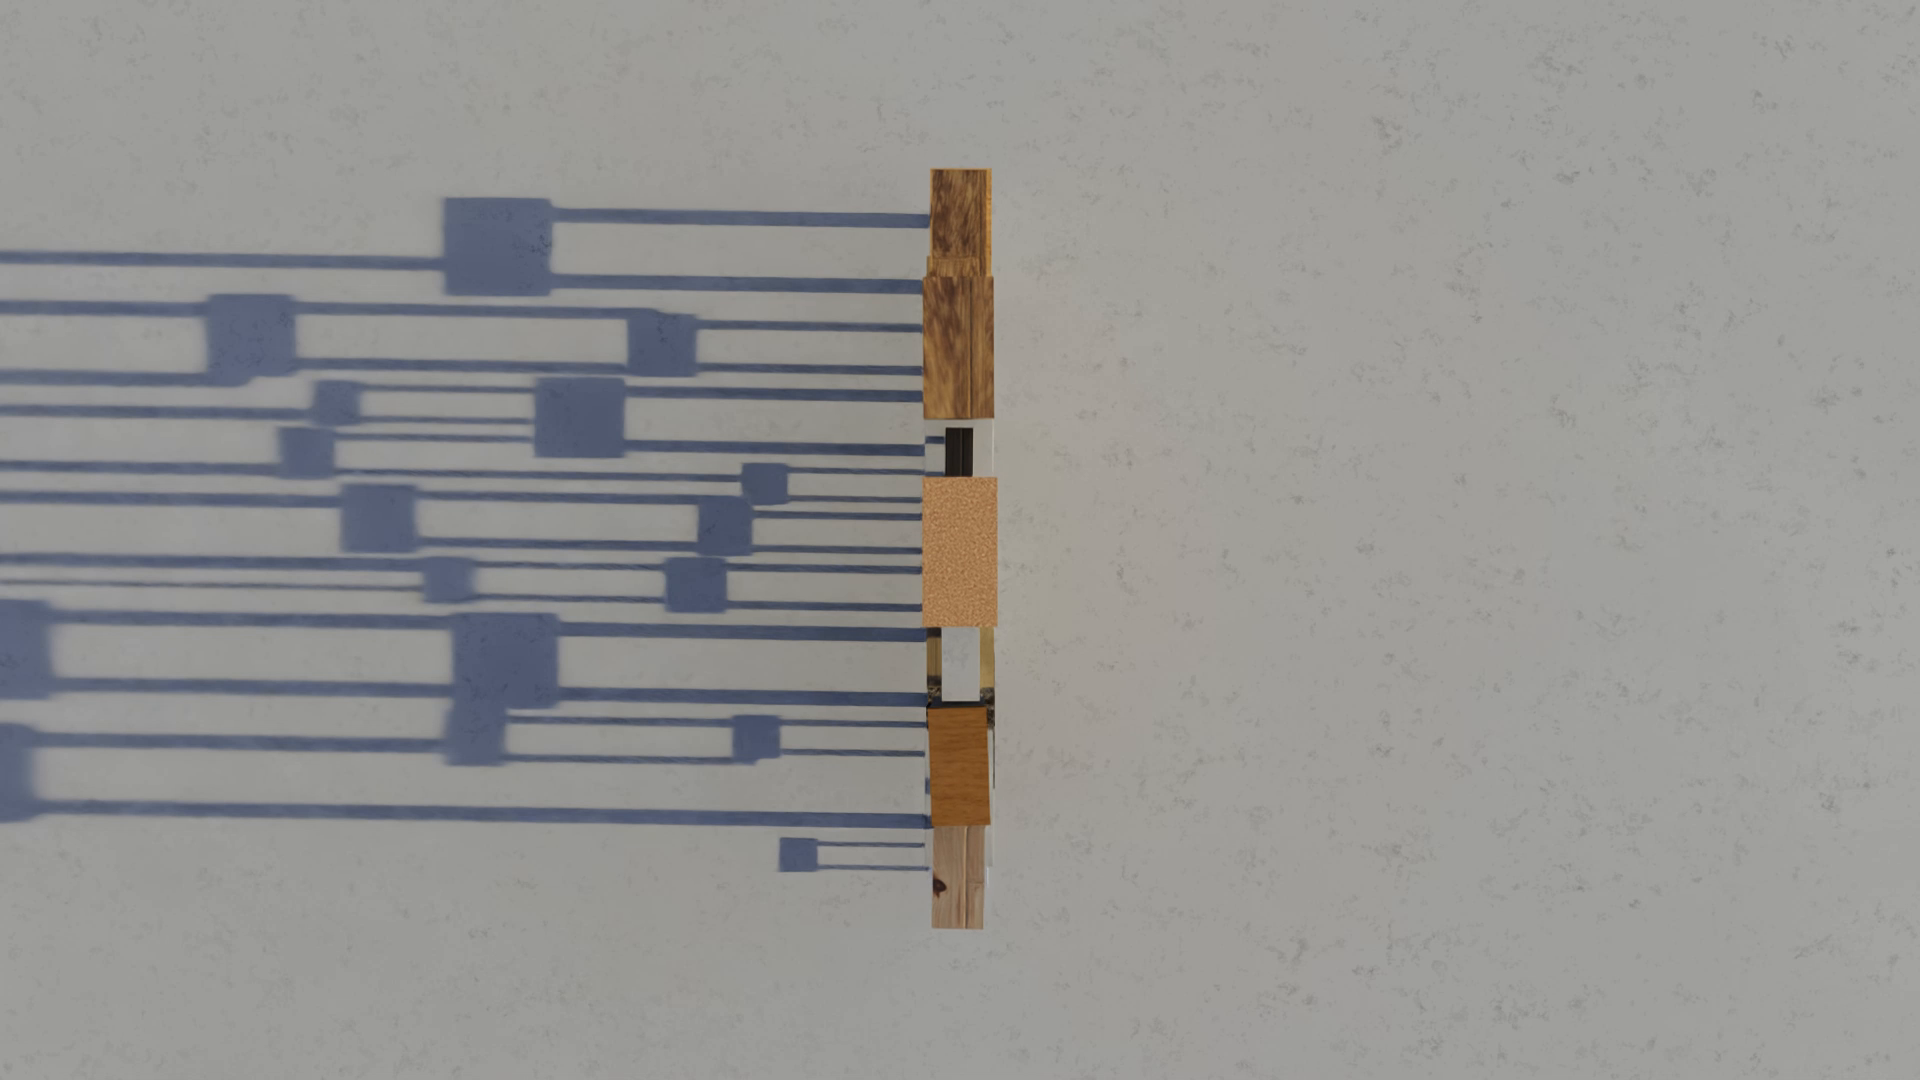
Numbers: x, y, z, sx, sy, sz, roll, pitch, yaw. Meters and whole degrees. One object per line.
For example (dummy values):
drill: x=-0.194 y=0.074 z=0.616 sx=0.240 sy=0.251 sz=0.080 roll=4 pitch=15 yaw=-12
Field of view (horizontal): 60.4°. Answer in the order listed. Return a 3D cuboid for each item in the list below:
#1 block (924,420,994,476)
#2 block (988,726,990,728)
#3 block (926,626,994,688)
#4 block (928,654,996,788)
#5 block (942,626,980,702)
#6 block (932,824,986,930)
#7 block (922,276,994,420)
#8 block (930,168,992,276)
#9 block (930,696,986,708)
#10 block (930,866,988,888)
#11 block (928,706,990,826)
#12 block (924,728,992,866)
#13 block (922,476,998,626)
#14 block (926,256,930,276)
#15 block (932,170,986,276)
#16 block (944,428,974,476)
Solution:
block: x=-0.003 y=-0.152 z=4.291 sx=0.177 sy=0.050 sz=0.354 roll=0 pitch=90 yaw=0
block: x=-0.002 y=0.514 z=4.177 sx=0.163 sy=0.327 sz=0.046 roll=0 pitch=90 yaw=0
block: x=0.001 y=0.192 z=3.992 sx=0.162 sy=0.046 sz=0.325 roll=0 pitch=90 yaw=0
block: x=0.004 y=0.478 z=4.365 sx=0.177 sy=0.050 sz=0.354 roll=0 pitch=90 yaw=0
block: x=0.001 y=0.281 z=3.782 sx=0.087 sy=0.025 sz=0.175 roll=0 pitch=90 yaw=0
block: x=-0.003 y=0.755 z=3.715 sx=0.117 sy=0.033 sz=0.233 roll=1 pitch=90 yaw=0
block: x=-0.003 y=-0.447 z=3.855 sx=0.165 sy=0.047 sz=0.329 roll=0 pitch=90 yaw=0
block: x=0.002 y=-0.788 z=4.210 sx=0.156 sy=0.044 sz=0.311 roll=0 pitch=90 yaw=0
block: x=-0.004 y=0.419 z=3.969 sx=0.131 sy=0.528 sz=0.037 roll=0 pitch=90 yaw=0
block: x=-0.004 y=0.829 z=4.754 sx=0.168 sy=0.048 sz=0.337 roll=0 pitch=90 yaw=0
block: x=-0.002 y=0.504 z=3.686 sx=0.131 sy=0.037 sz=0.262 roll=-2 pitch=90 yaw=0
block: x=-0.003 y=0.622 z=3.989 sx=0.163 sy=0.046 sz=0.327 roll=0 pitch=90 yaw=0
block: x=0.000 y=0.026 z=3.619 sx=0.163 sy=0.046 sz=0.327 roll=0 pitch=90 yaw=0
block: x=-0.005 y=-0.608 z=4.568 sx=0.174 sy=0.049 sz=0.348 roll=0 pitch=90 yaw=0
block: x=-0.002 y=-0.747 z=3.914 sx=0.128 sy=0.036 sz=0.256 roll=0 pitch=90 yaw=0
block: x=-0.002 y=-0.211 z=4.118 sx=0.069 sy=0.020 sz=0.139 roll=1 pitch=90 yaw=0
